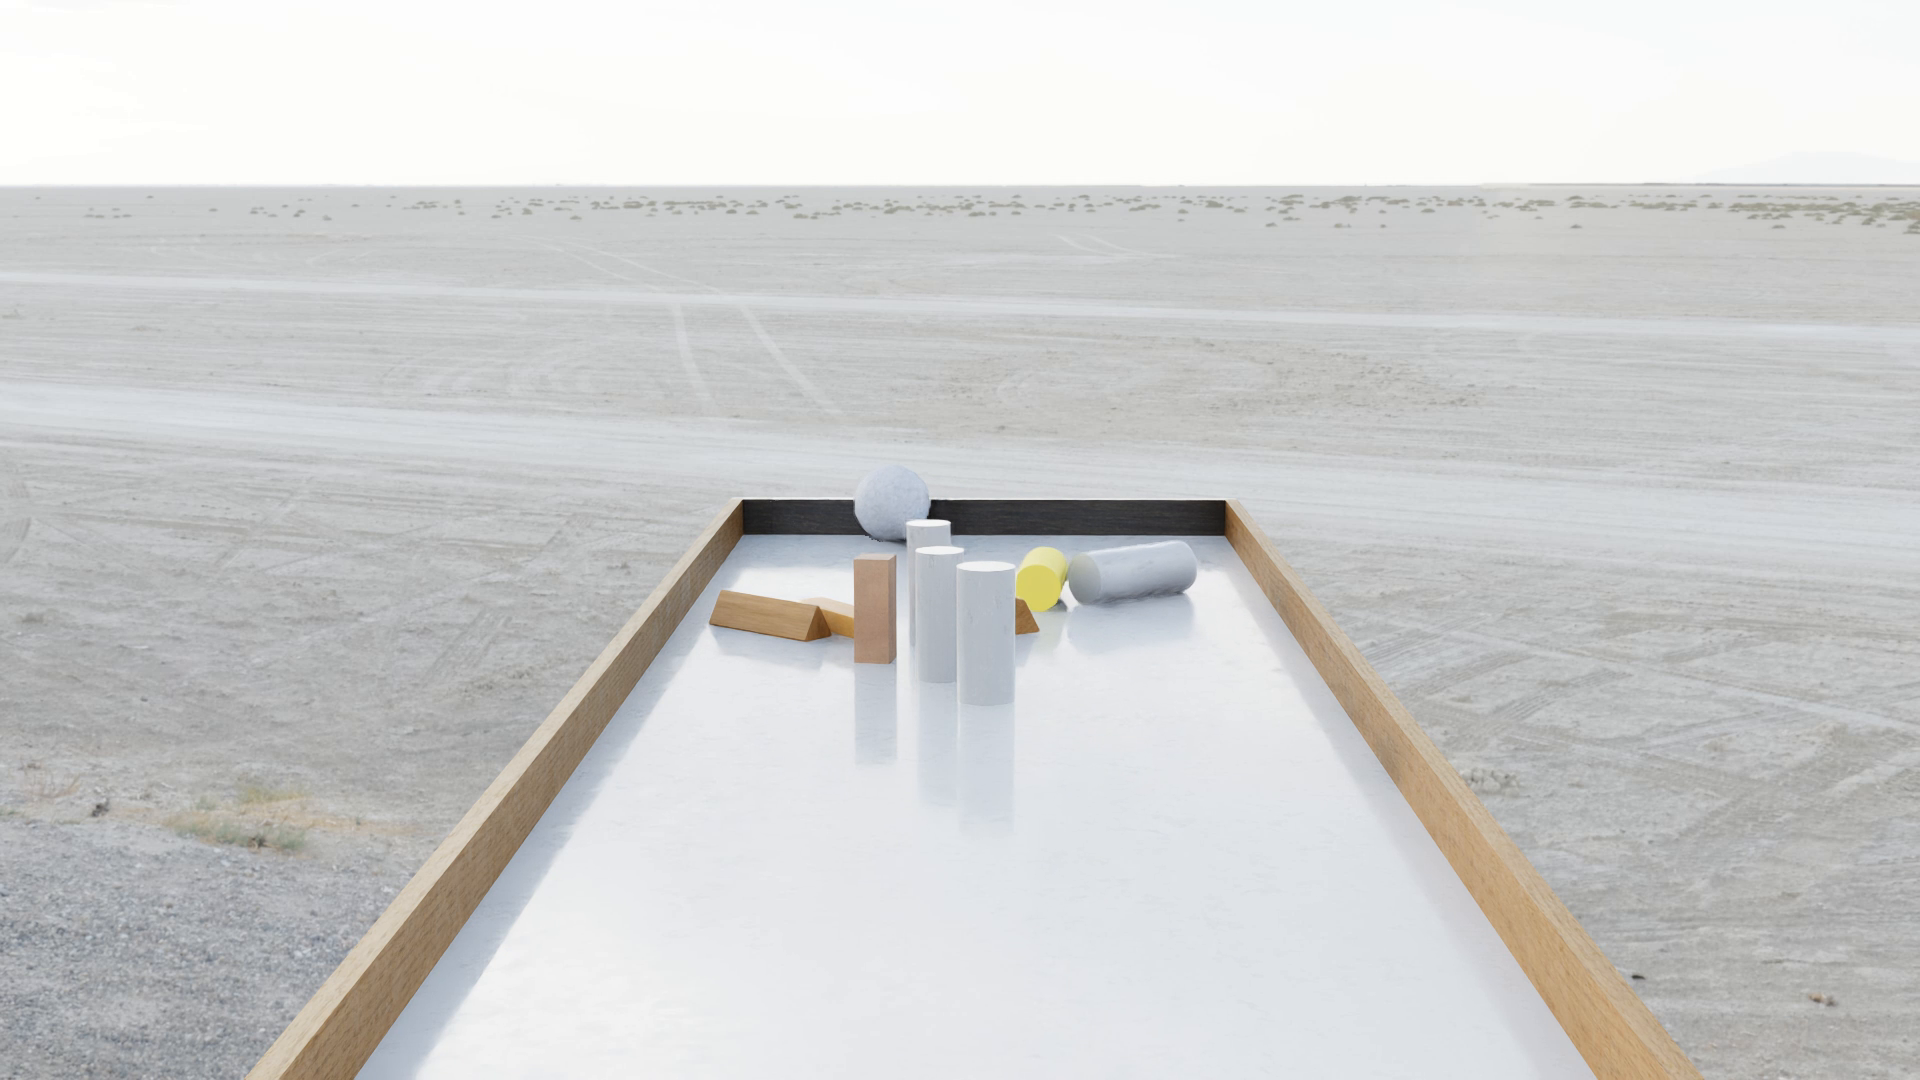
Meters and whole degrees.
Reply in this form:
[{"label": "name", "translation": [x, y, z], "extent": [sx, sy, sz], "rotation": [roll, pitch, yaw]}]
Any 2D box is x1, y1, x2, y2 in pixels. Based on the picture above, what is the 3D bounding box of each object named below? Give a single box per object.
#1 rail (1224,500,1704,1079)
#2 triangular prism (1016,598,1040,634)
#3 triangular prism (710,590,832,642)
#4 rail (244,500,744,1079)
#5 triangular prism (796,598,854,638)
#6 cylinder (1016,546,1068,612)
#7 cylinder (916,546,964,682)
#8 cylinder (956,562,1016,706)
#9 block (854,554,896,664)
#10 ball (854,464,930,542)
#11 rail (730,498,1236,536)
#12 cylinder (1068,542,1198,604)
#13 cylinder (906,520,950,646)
[{"label": "rail", "translation": [1.046, 0.843, 3.208], "extent": [0.050, 0.150, 12.000], "rotation": [0, 9, 1]}, {"label": "triangular prism", "translation": [0.121, 0.225, 7.224], "extent": [0.126, 0.109, 0.322], "rotation": [-5, 10, -31]}, {"label": "triangular prism", "translation": [-0.620, 0.239, 7.145], "extent": [0.440, 0.107, 0.123], "rotation": [7, 12, 39]}, {"label": "rail", "translation": [-1.004, 0.839, 3.234], "extent": [0.050, 0.150, 12.000], "rotation": [0, 9, 1]}, {"label": "triangular prism", "translation": [-0.396, 0.240, 7.074], "extent": [0.089, 0.102, 0.369], "rotation": [31, -11, -35]}, {"label": "cylinder", "translation": [0.283, 0.134, 7.642], "extent": [0.163, 0.163, 0.383], "rotation": [1, 9, 7]}, {"label": "cylinder", "translation": [-0.059, 0.217, 6.428], "extent": [0.142, 0.379, 0.142], "rotation": [0, 9, 0]}, {"label": "cylinder", "translation": [0.073, 0.260, 6.156], "extent": [0.165, 0.379, 0.165], "rotation": [0, 9, 0]}, {"label": "block", "translation": [-0.257, 0.208, 6.680], "extent": [0.108, 0.319, 0.108], "rotation": [2, 9, 11]}, {"label": "ball", "translation": [-0.277, -0.150, 8.960], "extent": [0.312, 0.312, 0.312], "rotation": [0, 9, 0]}, {"label": "rail", "translation": [0.099, -0.098, 9.147], "extent": [2.100, 0.150, 0.050], "rotation": [0, 9, 1]}, {"label": "cylinder", "translation": [0.607, 0.114, 7.721], "extent": [0.450, 0.178, 0.178], "rotation": [-7, 11, -37]}, {"label": "cylinder", "translation": [-0.096, 0.136, 6.920], "extent": [0.138, 0.384, 0.138], "rotation": [-1, 9, 0]}]
